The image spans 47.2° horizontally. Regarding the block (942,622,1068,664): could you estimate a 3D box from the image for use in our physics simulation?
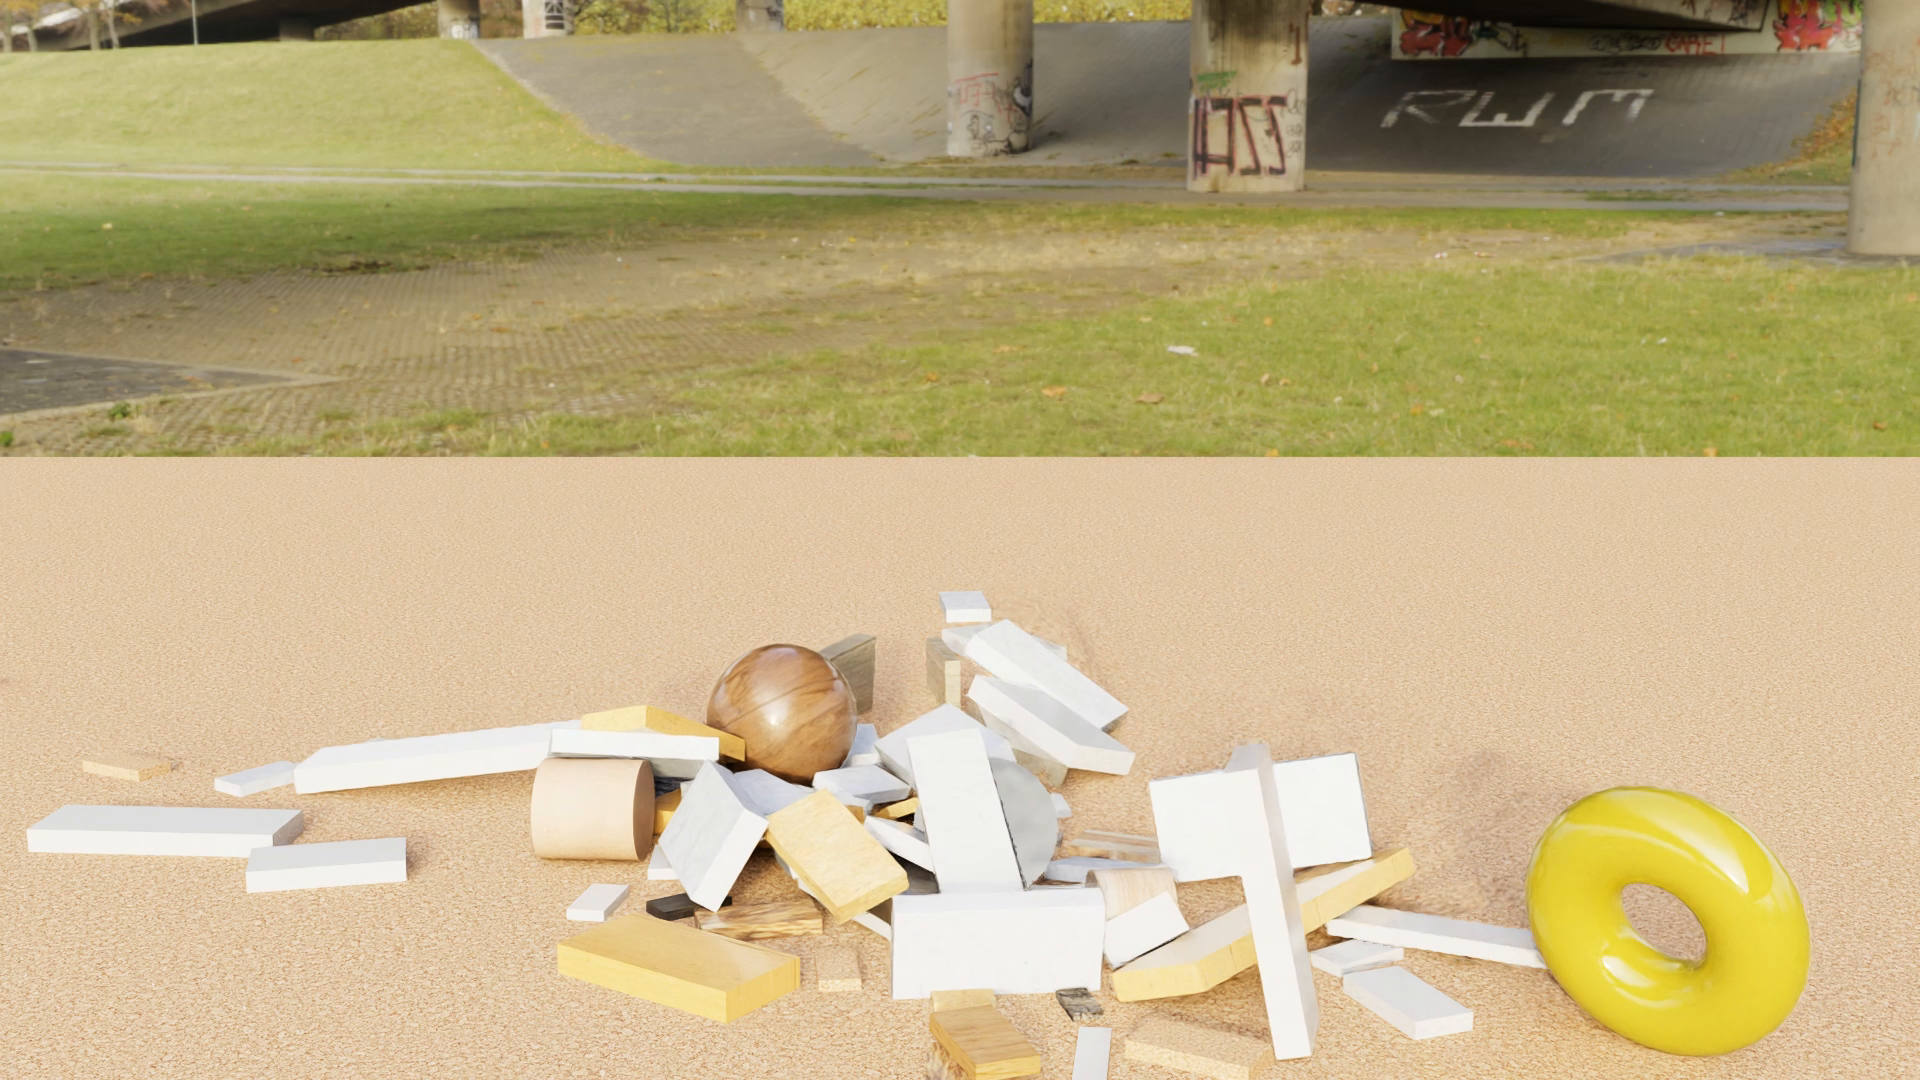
[{"bbox_3d":[0.106,0.260,5.320,0.161,0.046,0.322,-6,12,-29],"label":"block"}]

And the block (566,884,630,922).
[{"bbox_3d":[-0.592,0.593,3.603,0.063,0.018,0.125,2,11,10],"label":"block"}]

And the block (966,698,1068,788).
[{"bbox_3d":[0.111,0.396,4.388,0.161,0.046,0.322,20,10,-10],"label":"block"}]

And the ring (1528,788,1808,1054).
[{"bbox_3d":[0.962,0.521,3.009,0.396,0.396,0.132,9,27,40],"label":"ring"}]

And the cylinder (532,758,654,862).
[{"bbox_3d":[-0.638,0.470,3.835,0.176,0.176,0.176,1,11,4],"label":"cylinder"}]

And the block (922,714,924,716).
[{"bbox_3d":[0.002,0.418,4.468,0.161,0.046,0.322,0,11,0],"label":"block"}]

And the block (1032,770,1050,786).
[{"bbox_3d":[0.063,0.467,4.063,0.186,0.026,0.093,-18,-3,24],"label":"block"}]

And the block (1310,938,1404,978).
[{"bbox_3d":[0.607,0.636,3.368,0.134,0.019,0.067,-7,13,-35],"label":"block"}]

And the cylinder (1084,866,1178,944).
[{"bbox_3d":[0.266,0.572,3.434,0.120,0.120,0.120,-2,11,-9],"label":"cylinder"}]

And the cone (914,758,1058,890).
[{"bbox_3d":[0.052,0.514,3.782,0.242,0.242,0.242,1,-16,5],"label":"cone"}]

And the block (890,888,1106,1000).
[{"bbox_3d":[0.054,0.592,3.223,0.307,0.153,0.043,-1,26,-6],"label":"block"}]

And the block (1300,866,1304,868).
[{"bbox_3d":[0.603,0.542,3.855,0.190,0.027,0.095,-5,13,-26],"label":"block"}]

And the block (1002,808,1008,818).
[{"bbox_3d":[0.048,0.498,4.002,0.064,0.018,0.129,-1,-8,-6],"label":"block"}]

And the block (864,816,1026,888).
[{"bbox_3d":[-0.029,0.517,3.567,0.249,0.035,0.125,21,-1,31],"label":"block"}]

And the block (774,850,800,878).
[{"bbox_3d":[-0.237,0.516,3.658,0.124,0.035,0.247,-15,1,-11],"label":"block"}]

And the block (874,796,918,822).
[{"bbox_3d":[-0.118,0.489,3.900,0.082,0.023,0.165,-16,-11,-27],"label":"block"}]

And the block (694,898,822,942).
[{"bbox_3d":[-0.322,0.608,3.500,0.190,0.027,0.095,-3,11,-15],"label":"block"}]

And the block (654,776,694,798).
[{"bbox_3d":[-0.559,0.475,4.188,0.129,0.037,0.299,7,12,32],"label":"block"}]

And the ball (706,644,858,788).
[{"bbox_3d":[-0.340,0.343,4.206,0.290,0.290,0.290,0,11,0],"label":"ball"}]

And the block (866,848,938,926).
[{"bbox_3d":[-0.087,0.561,3.488,0.124,0.035,0.247,-15,22,-36],"label":"block"}]

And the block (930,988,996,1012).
[{"bbox_3d":[0.005,0.670,3.204,0.091,0.013,0.045,-1,11,-6],"label":"block"}]

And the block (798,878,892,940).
[{"bbox_3d":[-0.142,0.572,3.578,0.124,0.035,0.248,-15,22,-36],"label":"block"}]

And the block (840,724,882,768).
[{"bbox_3d":[-0.225,0.422,4.484,0.115,0.033,0.230,-1,11,-7],"label":"block"}]

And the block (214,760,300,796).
[{"bbox_3d":[-1.360,0.464,4.284,0.079,0.022,0.157,8,13,36],"label":"block"}]

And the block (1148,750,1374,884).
[{"bbox_3d":[0.502,0.464,3.672,0.346,0.173,0.049,-10,-2,15],"label":"block"}]

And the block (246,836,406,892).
[{"bbox_3d":[-1.080,0.555,3.760,0.258,0.037,0.129,-3,11,-13],"label":"block"}]

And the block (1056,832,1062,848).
[{"bbox_3d":[0.132,0.534,3.933,0.101,0.014,0.050,1,11,7],"label":"block"}]

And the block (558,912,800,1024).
[{"bbox_3d":[-0.422,0.636,3.291,0.334,0.047,0.167,7,13,34],"label":"block"}]

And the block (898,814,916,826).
[{"bbox_3d":[-0.071,0.520,3.802,0.082,0.023,0.165,-22,19,12],"label":"block"}]

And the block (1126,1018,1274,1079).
[{"bbox_3d":[0.328,0.699,3.012,0.182,0.026,0.091,6,12,30],"label":"block"}]

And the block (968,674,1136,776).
[{"bbox_3d":[0.181,0.369,4.405,0.167,0.047,0.334,13,13,-41],"label":"block"}]

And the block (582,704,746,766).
[{"bbox_3d":[-0.535,0.361,3.987,0.145,0.041,0.291,-11,-23,29],"label":"block"}]
